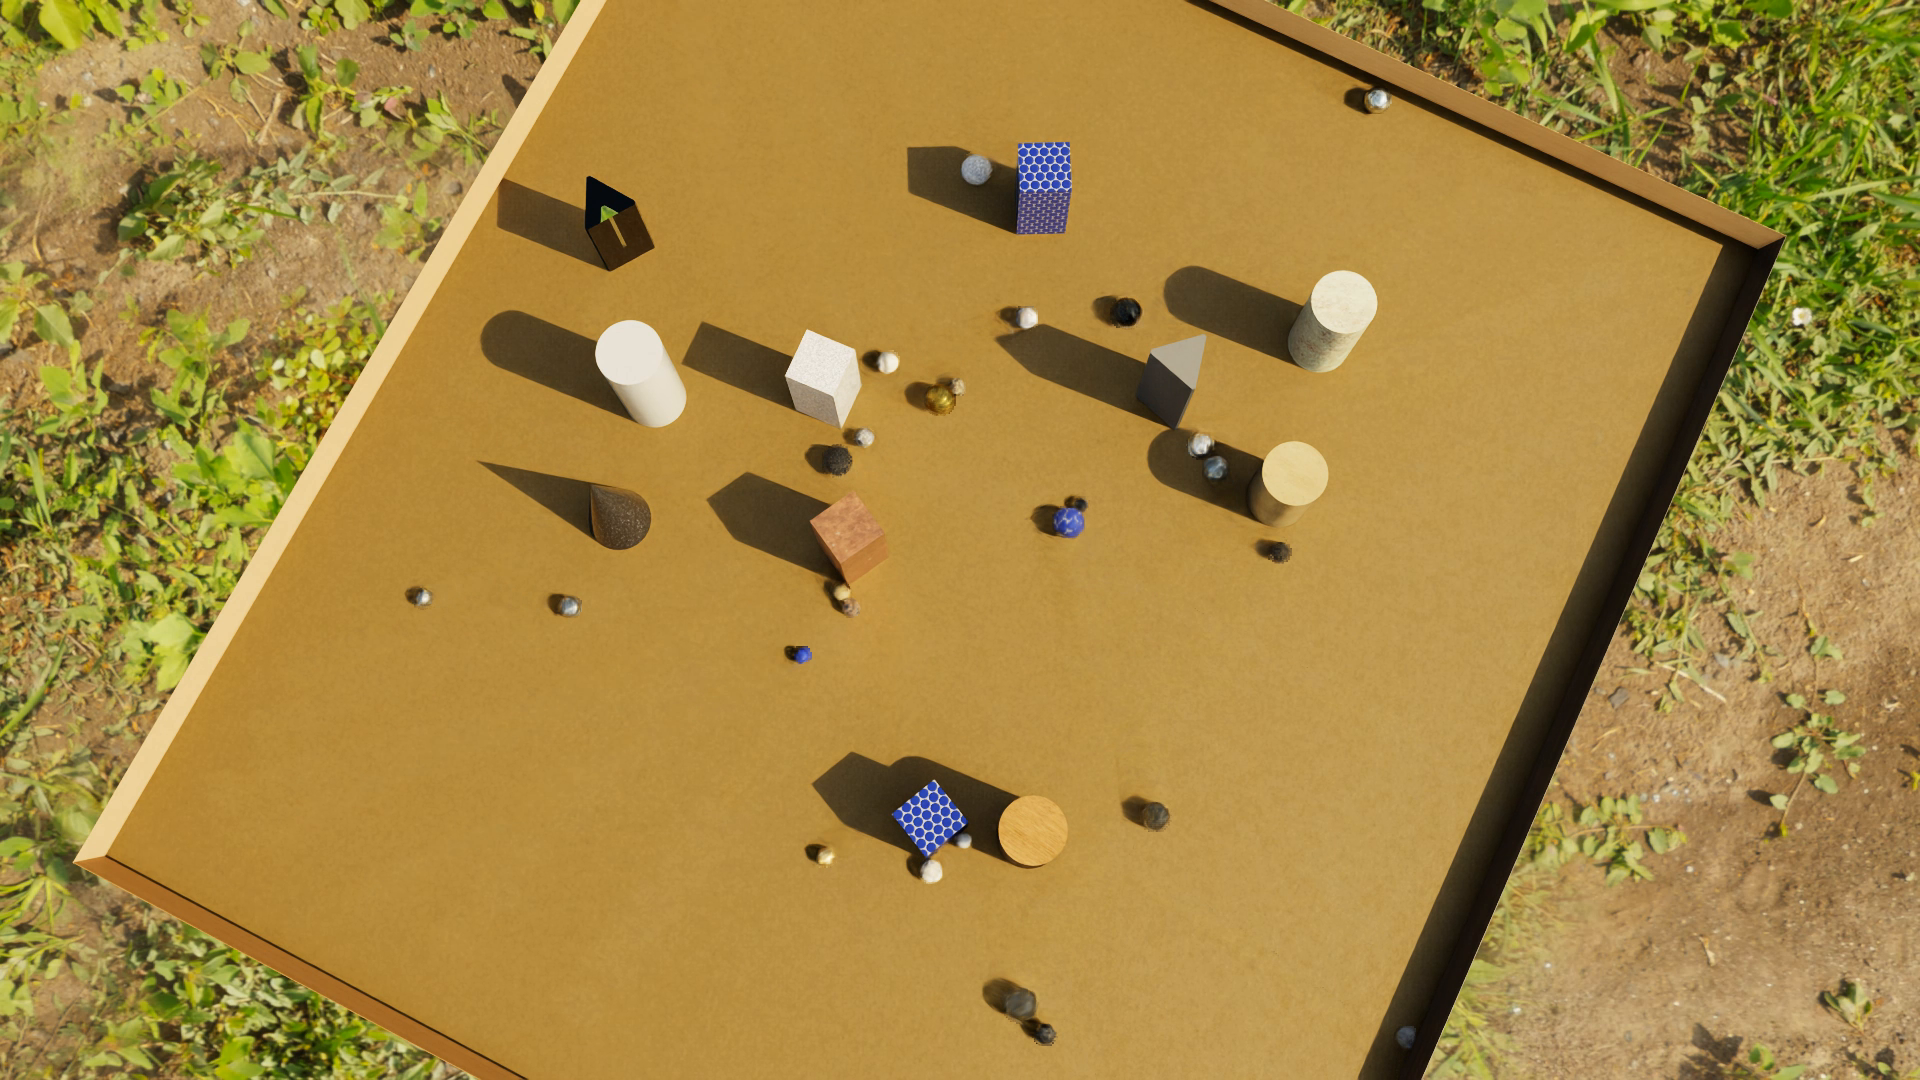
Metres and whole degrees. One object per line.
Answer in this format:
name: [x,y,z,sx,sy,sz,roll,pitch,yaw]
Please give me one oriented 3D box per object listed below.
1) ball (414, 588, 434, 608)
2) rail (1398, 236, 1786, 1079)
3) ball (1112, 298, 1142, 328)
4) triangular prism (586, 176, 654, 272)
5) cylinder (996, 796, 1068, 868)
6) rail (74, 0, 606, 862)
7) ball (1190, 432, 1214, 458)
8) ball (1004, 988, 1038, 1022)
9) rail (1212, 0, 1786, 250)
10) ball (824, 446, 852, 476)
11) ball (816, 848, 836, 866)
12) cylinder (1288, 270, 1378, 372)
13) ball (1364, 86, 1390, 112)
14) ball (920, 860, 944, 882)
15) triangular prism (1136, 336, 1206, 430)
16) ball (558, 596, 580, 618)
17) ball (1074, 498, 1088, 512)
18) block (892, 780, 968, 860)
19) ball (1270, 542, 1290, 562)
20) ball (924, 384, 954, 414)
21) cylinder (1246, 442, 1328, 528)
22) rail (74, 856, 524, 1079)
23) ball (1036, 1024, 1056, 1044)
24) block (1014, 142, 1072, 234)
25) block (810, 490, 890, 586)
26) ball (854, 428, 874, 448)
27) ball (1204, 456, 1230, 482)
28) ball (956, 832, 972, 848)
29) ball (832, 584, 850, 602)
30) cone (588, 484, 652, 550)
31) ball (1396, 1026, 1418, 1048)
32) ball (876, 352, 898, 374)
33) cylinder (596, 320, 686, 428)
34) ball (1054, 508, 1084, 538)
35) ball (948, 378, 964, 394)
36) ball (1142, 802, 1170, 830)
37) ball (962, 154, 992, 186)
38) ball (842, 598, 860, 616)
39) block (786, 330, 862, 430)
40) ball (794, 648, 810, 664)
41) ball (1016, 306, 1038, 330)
ball: [-1.624,0.176,5.551,0.056,0.056,0.056,0,78,0]
rail: [1.648,0.813,5.383,0.045,0.125,4.008,26,80,5]
ball: [0.522,-0.710,5.716,0.092,0.092,0.092,0,78,0]
triangular prism: [-1.074,-0.988,5.636,0.167,0.363,0.145,-30,80,-6]
cylinder: [0.203,0.843,5.266,0.193,0.346,0.193,0,78,0]
rail: [-1.648,-0.800,5.717,0.045,0.125,4.008,26,80,5]
ball: [0.744,-0.293,5.637,0.078,0.078,0.078,0,78,0]
ball: [0.177,1.340,5.290,0.096,0.096,0.096,0,78,0]
rail: [0.886,-1.728,5.909,3.731,0.125,0.045,26,80,5]
ball: [-0.374,-0.242,5.621,0.089,0.089,0.089,0,78,0]
ball: [-0.394,0.933,5.395,0.056,0.056,0.056,0,78,0]
cylinder: [1.124,-0.657,5.552,0.193,0.392,0.193,0,78,0]
ball: [1.334,-1.409,5.866,0.082,0.082,0.082,0,78,0]
ball: [-0.083,0.973,5.381,0.066,0.066,0.066,0,78,0]
triangular prism: [0.659,-0.494,5.491,0.167,0.446,0.145,43,81,8]
ball: [-1.182,0.202,5.542,0.065,0.065,0.065,0,78,0]
ball: [0.371,-0.106,5.616,0.044,0.044,0.044,0,78,0]
block: [-0.085,0.814,5.319,0.155,0.254,0.155,-39,81,-7]
ball: [0.973,0.035,5.579,0.060,0.060,0.060,0,78,0]
ball: [-0.064,-0.436,5.660,0.092,0.092,0.092,0,78,0]
cylinder: [0.978,-0.163,5.494,0.193,0.306,0.193,0,78,0]
rail: [-0.886,1.741,5.191,3.731,0.125,0.045,26,80,5]
ball: [0.247,1.426,5.291,0.059,0.059,0.059,0,78,0]
block: [0.254,-1.083,5.662,0.155,0.349,0.155,-2,78,0]
block: [-0.324,-0.002,5.436,0.155,0.355,0.155,-35,80,-7]
ball: [-0.295,-0.315,5.652,0.059,0.059,0.059,0,78,0]
ball: [0.786,-0.217,5.621,0.079,0.079,0.079,0,78,0]
ball: [0.010,0.887,5.409,0.047,0.047,0.047,0,78,0]
ball: [-0.360,0.159,5.557,0.051,0.051,0.051,0,78,0]
cone: [-1.045,-0.110,5.404,0.193,0.461,0.193,0,78,0]
ball: [1.292,1.436,5.289,0.059,0.059,0.059,0,78,0]
ball: [-0.225,-0.552,5.696,0.068,0.068,0.068,0,78,0]
cylinder: [-0.949,-0.491,5.481,0.193,0.464,0.193,0,78,0]
ball: [0.333,-0.052,5.579,0.096,0.096,0.096,0,78,0]
ball: [-0.011,-0.477,5.688,0.052,0.052,0.052,0,78,0]
ball: [0.578,0.815,5.406,0.082,0.082,0.082,0,78,0]
ball: [0.052,-1.174,5.810,0.097,0.097,0.097,0,78,0]
ball: [-0.330,0.202,5.548,0.053,0.053,0.053,0,78,0]
block: [-0.408,-0.480,5.528,0.155,0.367,0.155,23,79,5]
ball: [-0.477,0.348,5.520,0.048,0.048,0.048,0,78,0]
ball: [0.207,-0.693,5.725,0.069,0.069,0.069,0,78,0]
